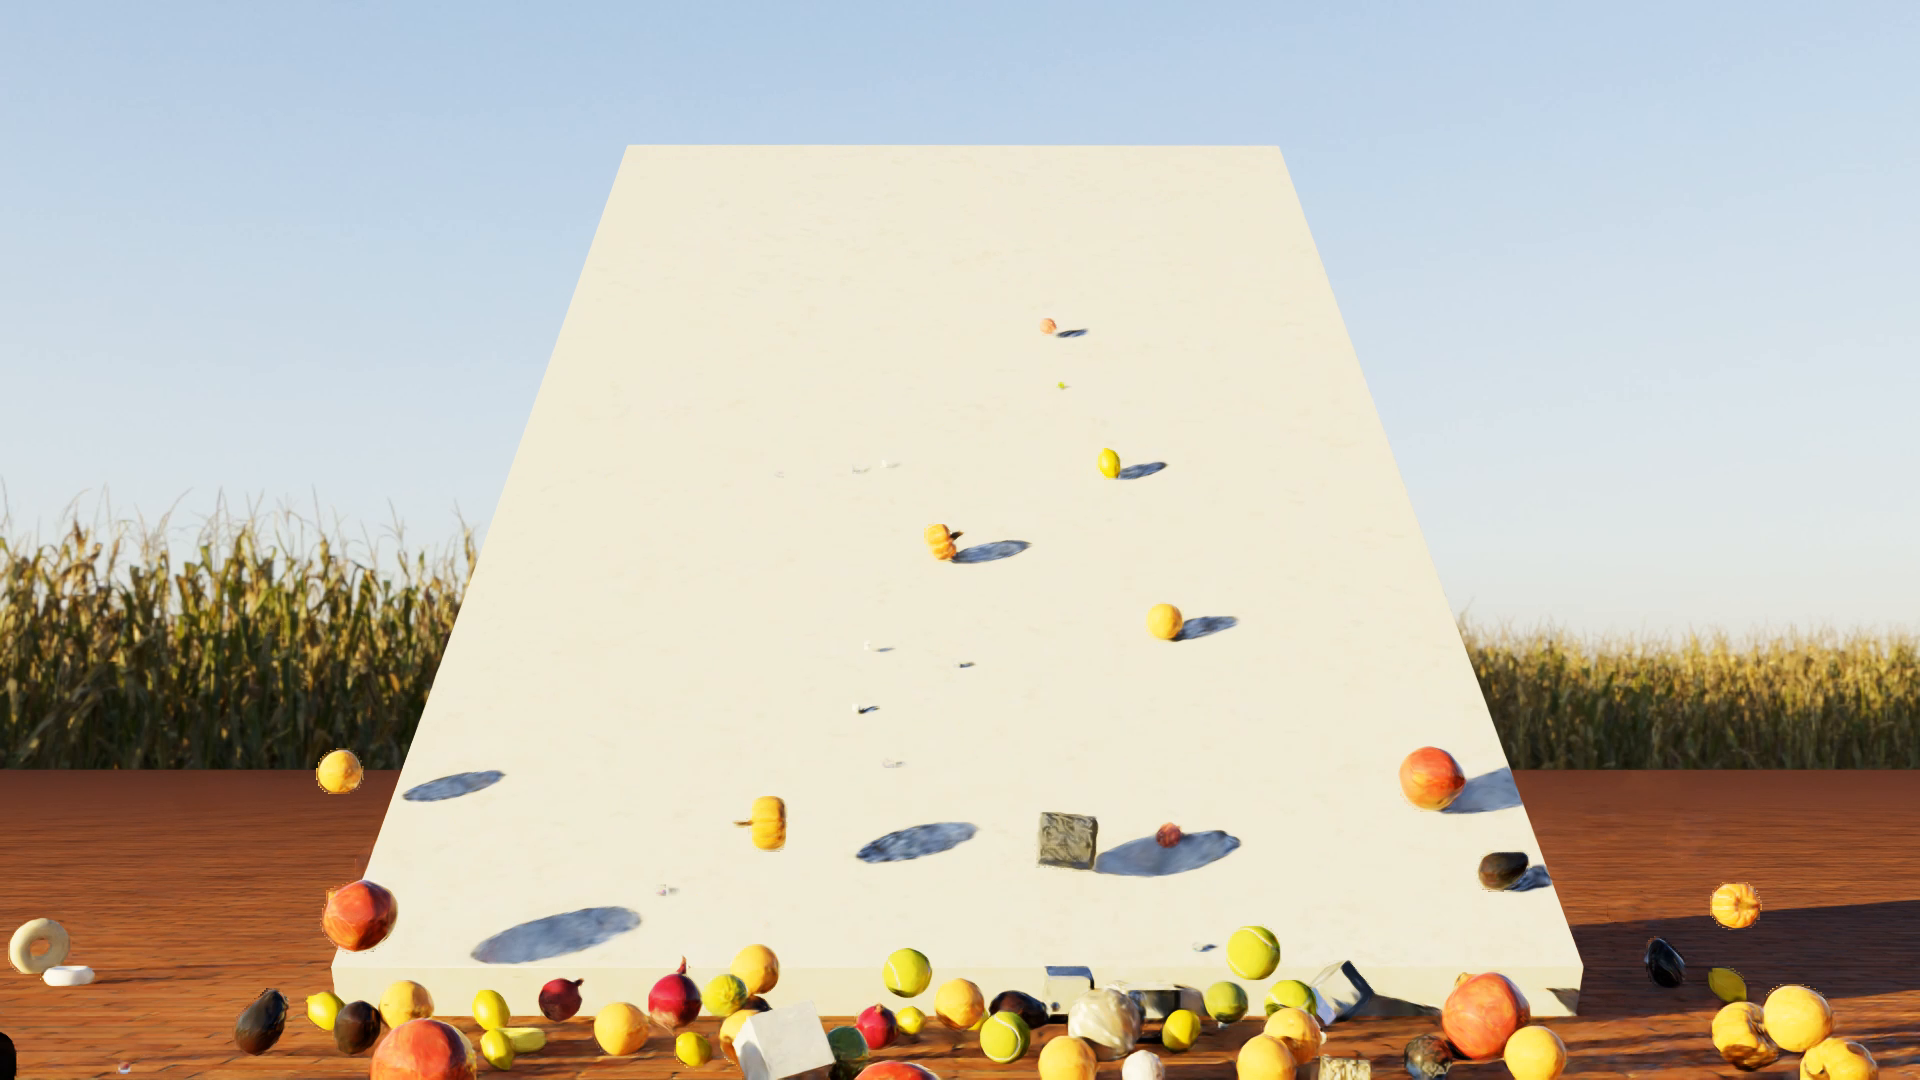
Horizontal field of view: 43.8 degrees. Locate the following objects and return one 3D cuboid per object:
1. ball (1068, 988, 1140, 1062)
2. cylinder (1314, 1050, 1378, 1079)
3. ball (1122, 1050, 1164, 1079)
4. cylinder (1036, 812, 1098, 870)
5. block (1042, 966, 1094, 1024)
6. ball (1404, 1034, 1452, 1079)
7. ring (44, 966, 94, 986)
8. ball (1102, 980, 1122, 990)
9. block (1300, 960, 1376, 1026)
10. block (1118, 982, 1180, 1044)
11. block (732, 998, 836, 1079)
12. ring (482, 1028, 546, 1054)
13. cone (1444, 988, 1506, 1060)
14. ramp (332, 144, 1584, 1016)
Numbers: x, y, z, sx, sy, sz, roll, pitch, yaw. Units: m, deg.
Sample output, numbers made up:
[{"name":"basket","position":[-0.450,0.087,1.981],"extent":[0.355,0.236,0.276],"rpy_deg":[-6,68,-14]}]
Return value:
[{"name":"ball","position":[0.182,0.611,3.010],"extent":[0.092,0.092,0.092],"rpy_deg":[0,-5,0]},{"name":"cylinder","position":[0.455,0.642,2.829],"extent":[0.057,0.057,0.057],"rpy_deg":[31,8,23]},{"name":"ball","position":[0.227,0.660,2.964],"extent":[0.052,0.052,0.052],"rpy_deg":[0,-5,0]},{"name":"cylinder","position":[0.177,0.501,3.979],"extent":[0.090,0.090,0.090],"rpy_deg":[6,-6,-4]},{"name":"block","position":[0.159,0.669,3.517],"extent":[0.067,0.067,0.067],"rpy_deg":[2,8,-5]},{"name":"ball","position":[0.598,0.663,3.051],"extent":[0.062,0.062,0.062],"rpy_deg":[0,-5,0]},{"name":"ring","position":[-1.648,0.807,4.419],"extent":[0.089,0.030,0.089],"rpy_deg":[1,-2,0]},{"name":"ball","position":[0.241,0.711,3.647],"extent":[0.076,0.076,0.076],"rpy_deg":[0,-5,0]},{"name":"block","position":[0.562,0.673,3.555],"extent":[0.064,0.064,0.064],"rpy_deg":[-38,-2,-29]},{"name":"block","position":[0.279,0.696,3.518],"extent":[0.078,0.078,0.078],"rpy_deg":[1,-2,-6]},{"name":"block","position":[-0.210,0.611,2.848],"extent":[0.083,0.083,0.083],"rpy_deg":[-11,-29,-27]},{"name":"ring","position":[-0.634,0.711,3.393],"extent":[0.091,0.030,0.091],"rpy_deg":[-1,-4,0]},{"name":"cone","position":[0.716,0.674,3.346],"extent":[0.094,0.094,0.094],"rpy_deg":[0,-5,0]},{"name":"ramp","position":[-0.012,-0.221,5.602],"extent":[2.000,0.100,4.000],"rpy_deg":[0,28,0]}]
